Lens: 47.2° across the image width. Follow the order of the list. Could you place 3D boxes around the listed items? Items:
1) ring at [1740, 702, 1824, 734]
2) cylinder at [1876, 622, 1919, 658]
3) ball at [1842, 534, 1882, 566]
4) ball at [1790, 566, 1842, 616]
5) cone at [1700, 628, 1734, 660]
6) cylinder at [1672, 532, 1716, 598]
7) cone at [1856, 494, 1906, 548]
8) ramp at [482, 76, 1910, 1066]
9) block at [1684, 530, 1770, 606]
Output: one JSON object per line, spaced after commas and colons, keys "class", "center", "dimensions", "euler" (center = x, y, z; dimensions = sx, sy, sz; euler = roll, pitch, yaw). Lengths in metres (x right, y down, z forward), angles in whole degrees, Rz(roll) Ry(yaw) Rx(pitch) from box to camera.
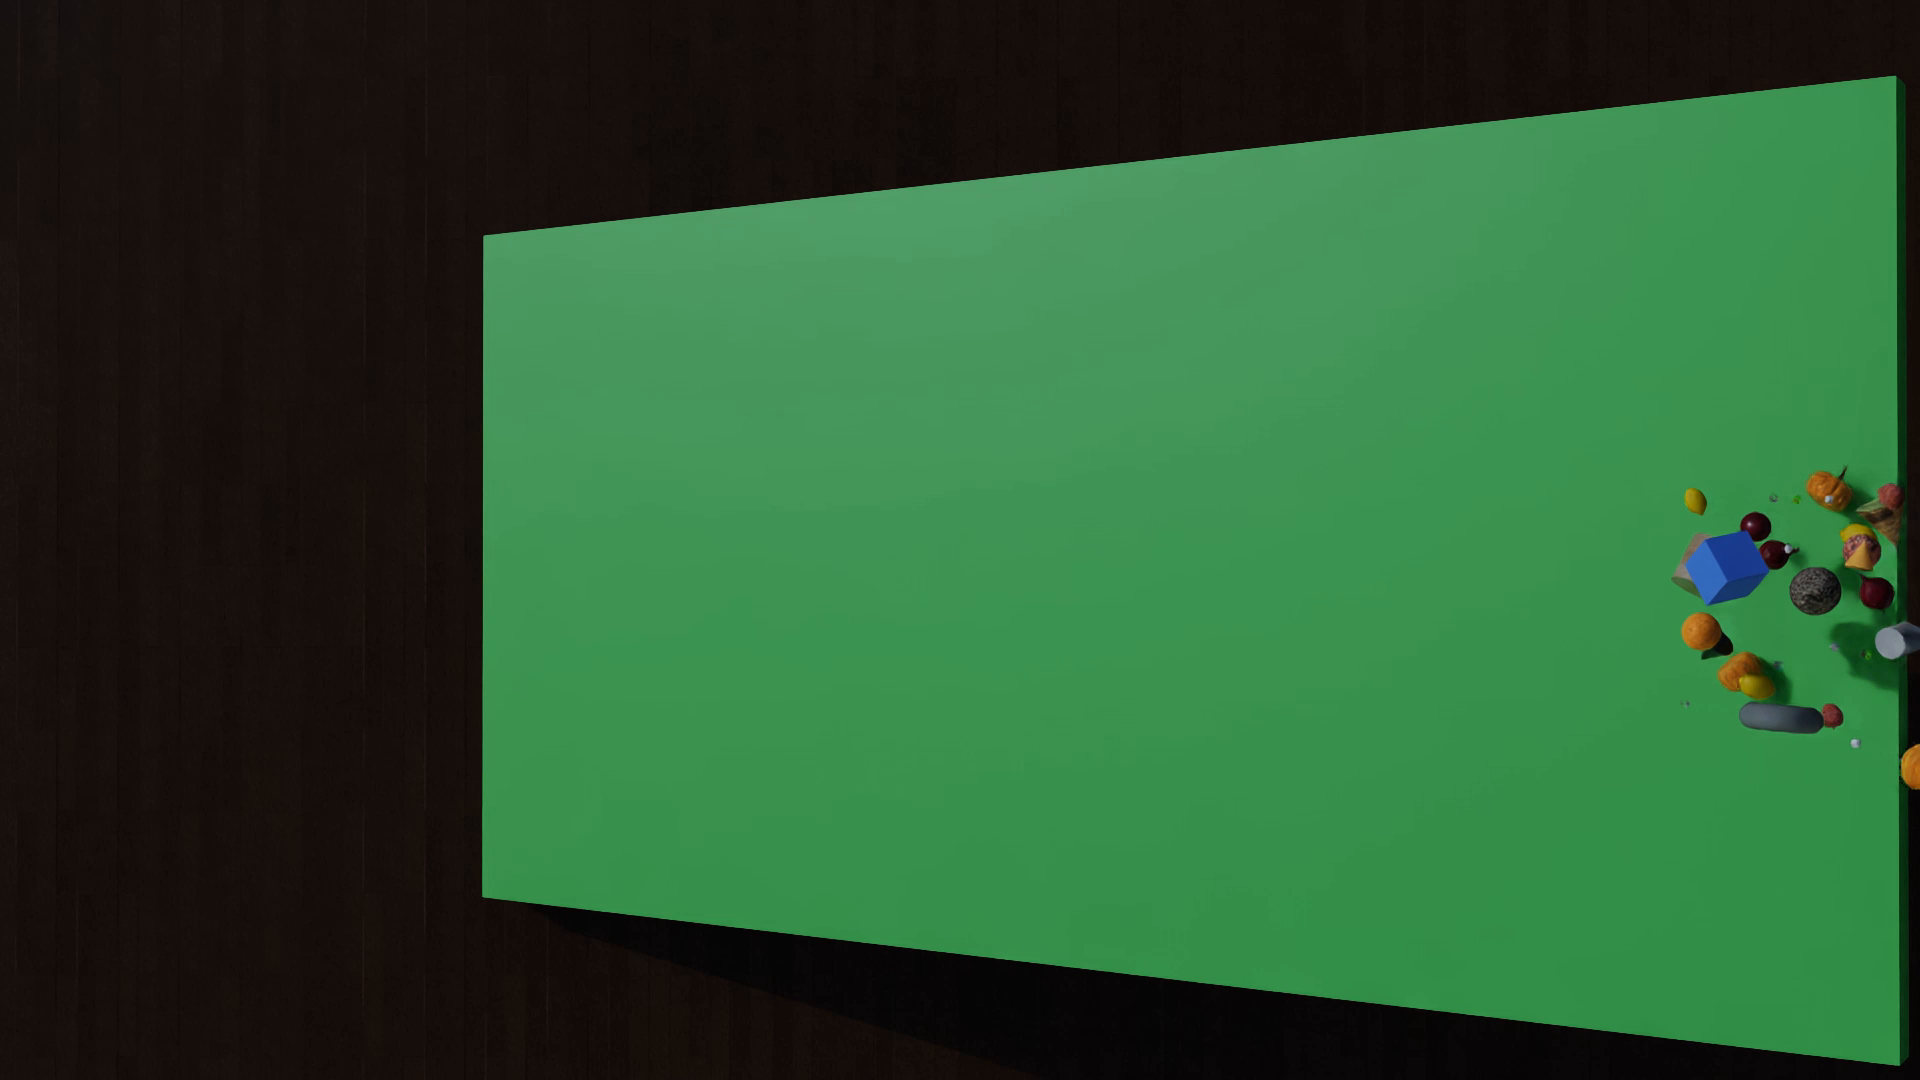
{"class": "ring", "center": [1.530, 0.332, 4.097], "dimensions": [0.149, 0.149, 0.050], "euler": [5, 88, 0]}
{"class": "cylinder", "center": [1.691, 0.181, 3.961], "dimensions": [0.057, 0.057, 0.057], "euler": [-11, 89, -35]}
{"class": "ball", "center": [1.671, 0.022, 4.074], "dimensions": [0.066, 0.066, 0.066], "euler": [0, 90, 0]}
{"class": "ball", "center": [1.668, 0.099, 4.289], "dimensions": [0.095, 0.095, 0.095], "euler": [0, 90, 0]}
{"class": "cone", "center": [1.442, 0.214, 4.228], "dimensions": [0.061, 0.061, 0.061], "euler": [13, 48, -15]}
{"class": "cylinder", "center": [1.468, 0.054, 4.321], "dimensions": [0.099, 0.099, 0.099], "euler": [29, 84, 0]}
{"class": "cone", "center": [1.618, -0.025, 3.831], "dimensions": [0.085, 0.085, 0.085], "euler": [-22, 94, 0]}
{"class": "ramp", "center": [0.254, 0.070, 5.586], "dimensions": [4.000, 0.100, 2.000], "euler": [0, 89, 33]}
{"class": "block", "center": [1.440, 0.053, 4.129], "dimensions": [0.092, 0.092, 0.092], "euler": [-11, 61, -15]}
